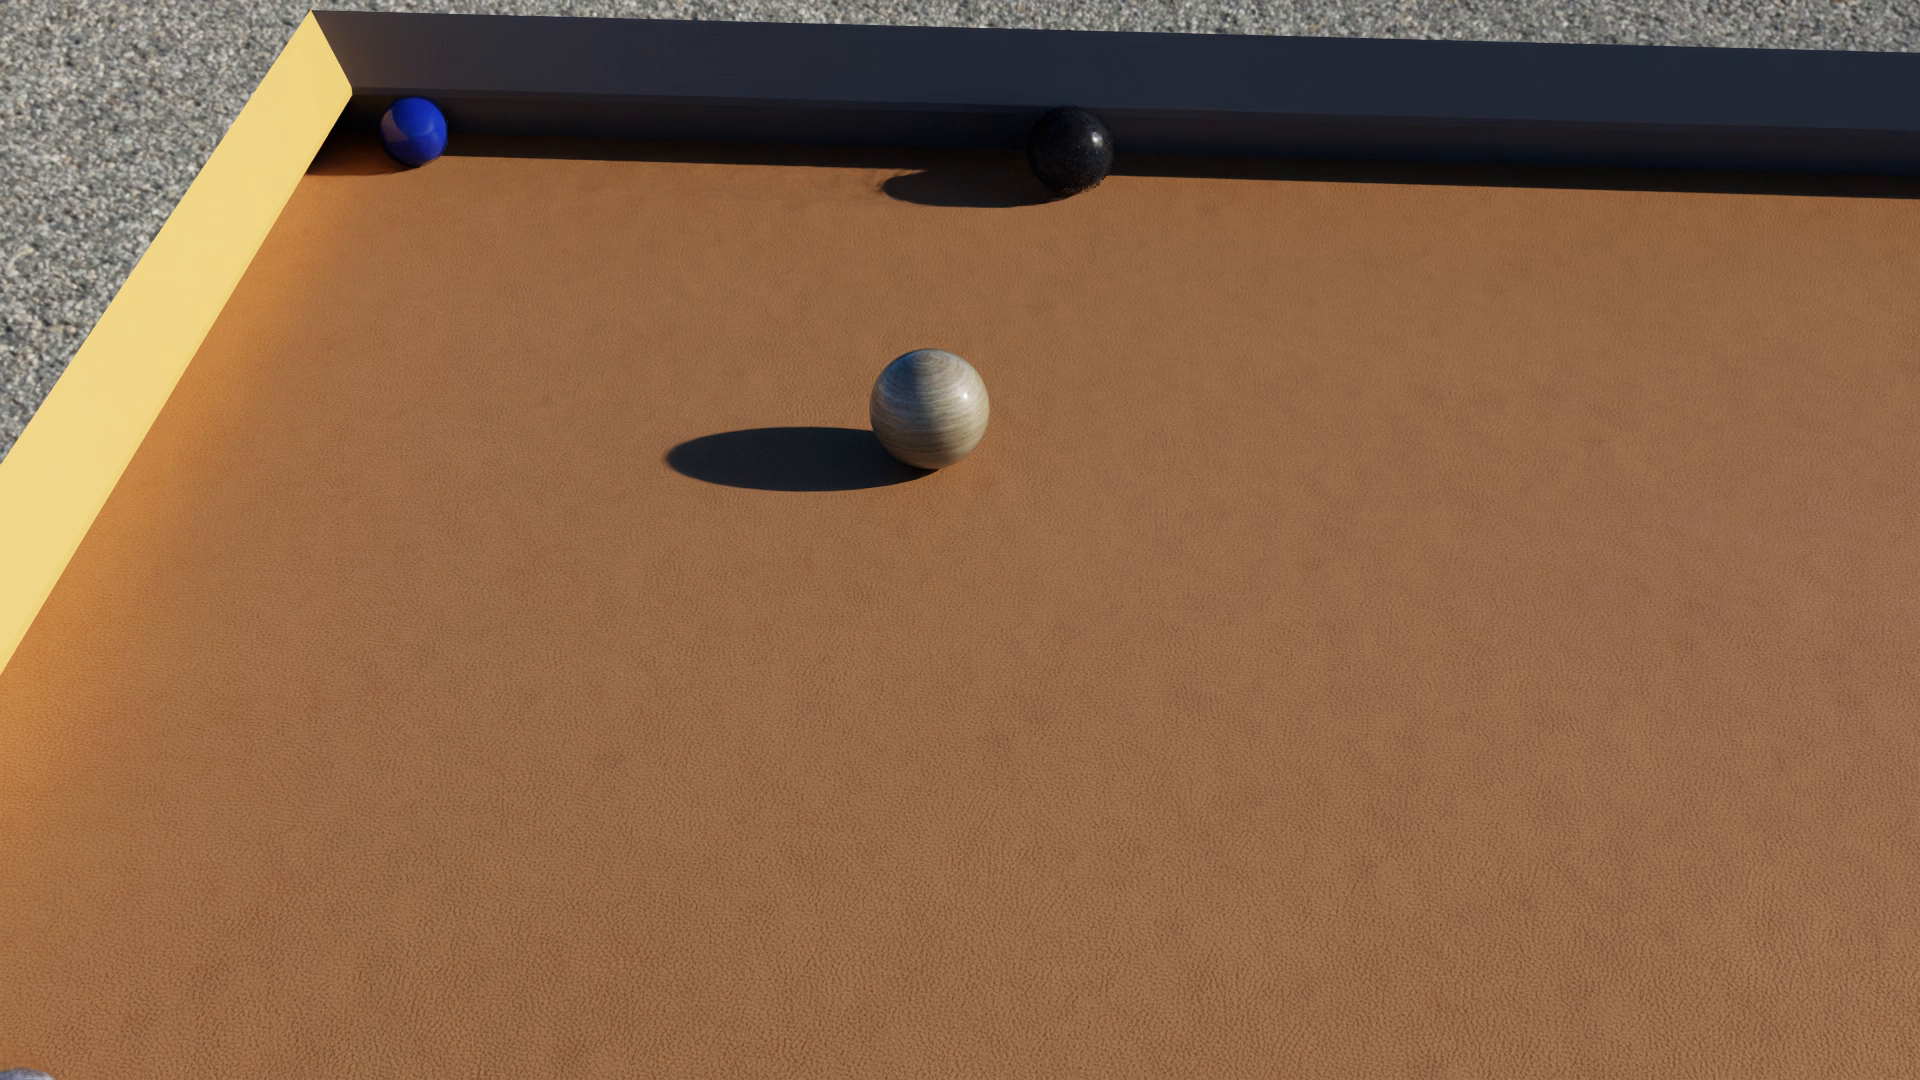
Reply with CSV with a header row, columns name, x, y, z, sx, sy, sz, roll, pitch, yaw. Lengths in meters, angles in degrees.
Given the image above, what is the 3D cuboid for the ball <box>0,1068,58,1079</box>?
name,x,y,z,sx,sy,sz,roll,pitch,yaw
ball,-0.528,0.332,1.435,0.071,0.071,0.071,0,35,0

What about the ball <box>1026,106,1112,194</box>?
name,x,y,z,sx,sy,sz,roll,pitch,yaw
ball,0.104,-0.370,2.436,0.082,0.082,0.082,0,35,0

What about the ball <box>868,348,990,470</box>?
name,x,y,z,sx,sy,sz,roll,pitch,yaw
ball,-0.024,-0.104,2.040,0.097,0.097,0.097,0,35,0

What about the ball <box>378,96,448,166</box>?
name,x,y,z,sx,sy,sz,roll,pitch,yaw
ball,-0.531,-0.397,2.488,0.066,0.066,0.066,0,35,0

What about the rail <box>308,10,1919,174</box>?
name,x,y,z,sx,sy,sz,roll,pitch,yaw
rail,0.727,-0.400,2.439,2.729,0.126,0.045,2,35,3

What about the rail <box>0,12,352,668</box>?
name,x,y,z,sx,sy,sz,roll,pitch,yaw
rail,-0.657,-0.048,1.932,0.045,0.126,1.459,2,35,3
